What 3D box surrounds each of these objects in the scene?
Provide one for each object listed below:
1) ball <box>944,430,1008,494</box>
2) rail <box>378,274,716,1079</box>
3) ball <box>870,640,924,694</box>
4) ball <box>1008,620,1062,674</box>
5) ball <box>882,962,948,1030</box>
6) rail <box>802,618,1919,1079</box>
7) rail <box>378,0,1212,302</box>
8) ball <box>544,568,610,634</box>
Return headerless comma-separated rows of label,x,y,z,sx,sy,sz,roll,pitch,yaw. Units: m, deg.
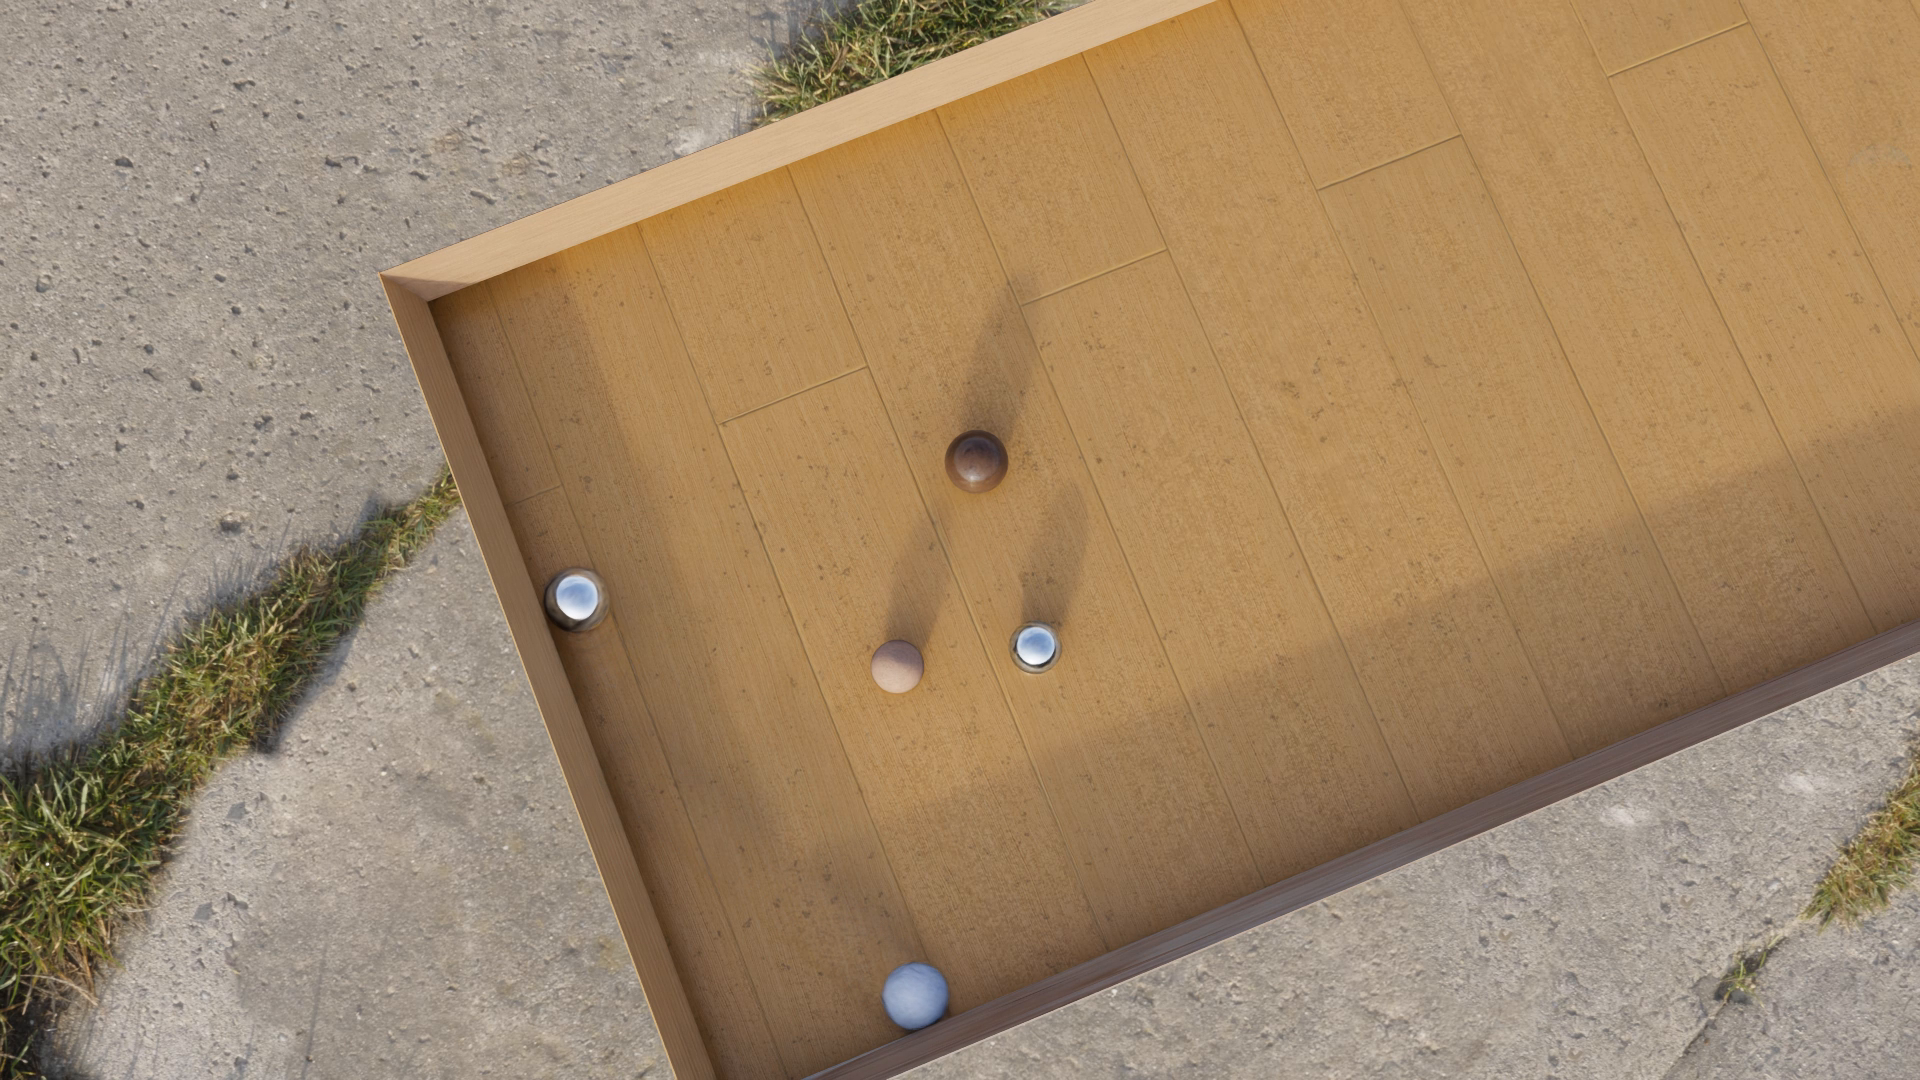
ball,0.025,-0.117,3.300,0.096,0.096,0.096,0,79,0
rail,-0.589,0.230,3.218,0.045,0.126,1.373,-22,80,-4
ball,-0.093,0.187,3.251,0.080,0.080,0.080,0,79,0
ball,0.112,0.159,3.256,0.080,0.080,0.080,0,79,0
ball,-0.064,0.654,3.154,0.096,0.096,0.096,0,79,0
rail,0.859,0.358,3.194,2.634,0.126,0.045,-22,80,-4
rail,0.362,-0.850,3.422,2.634,0.126,0.045,-22,80,-4
ball,-0.568,0.090,3.260,0.097,0.097,0.097,0,79,0
